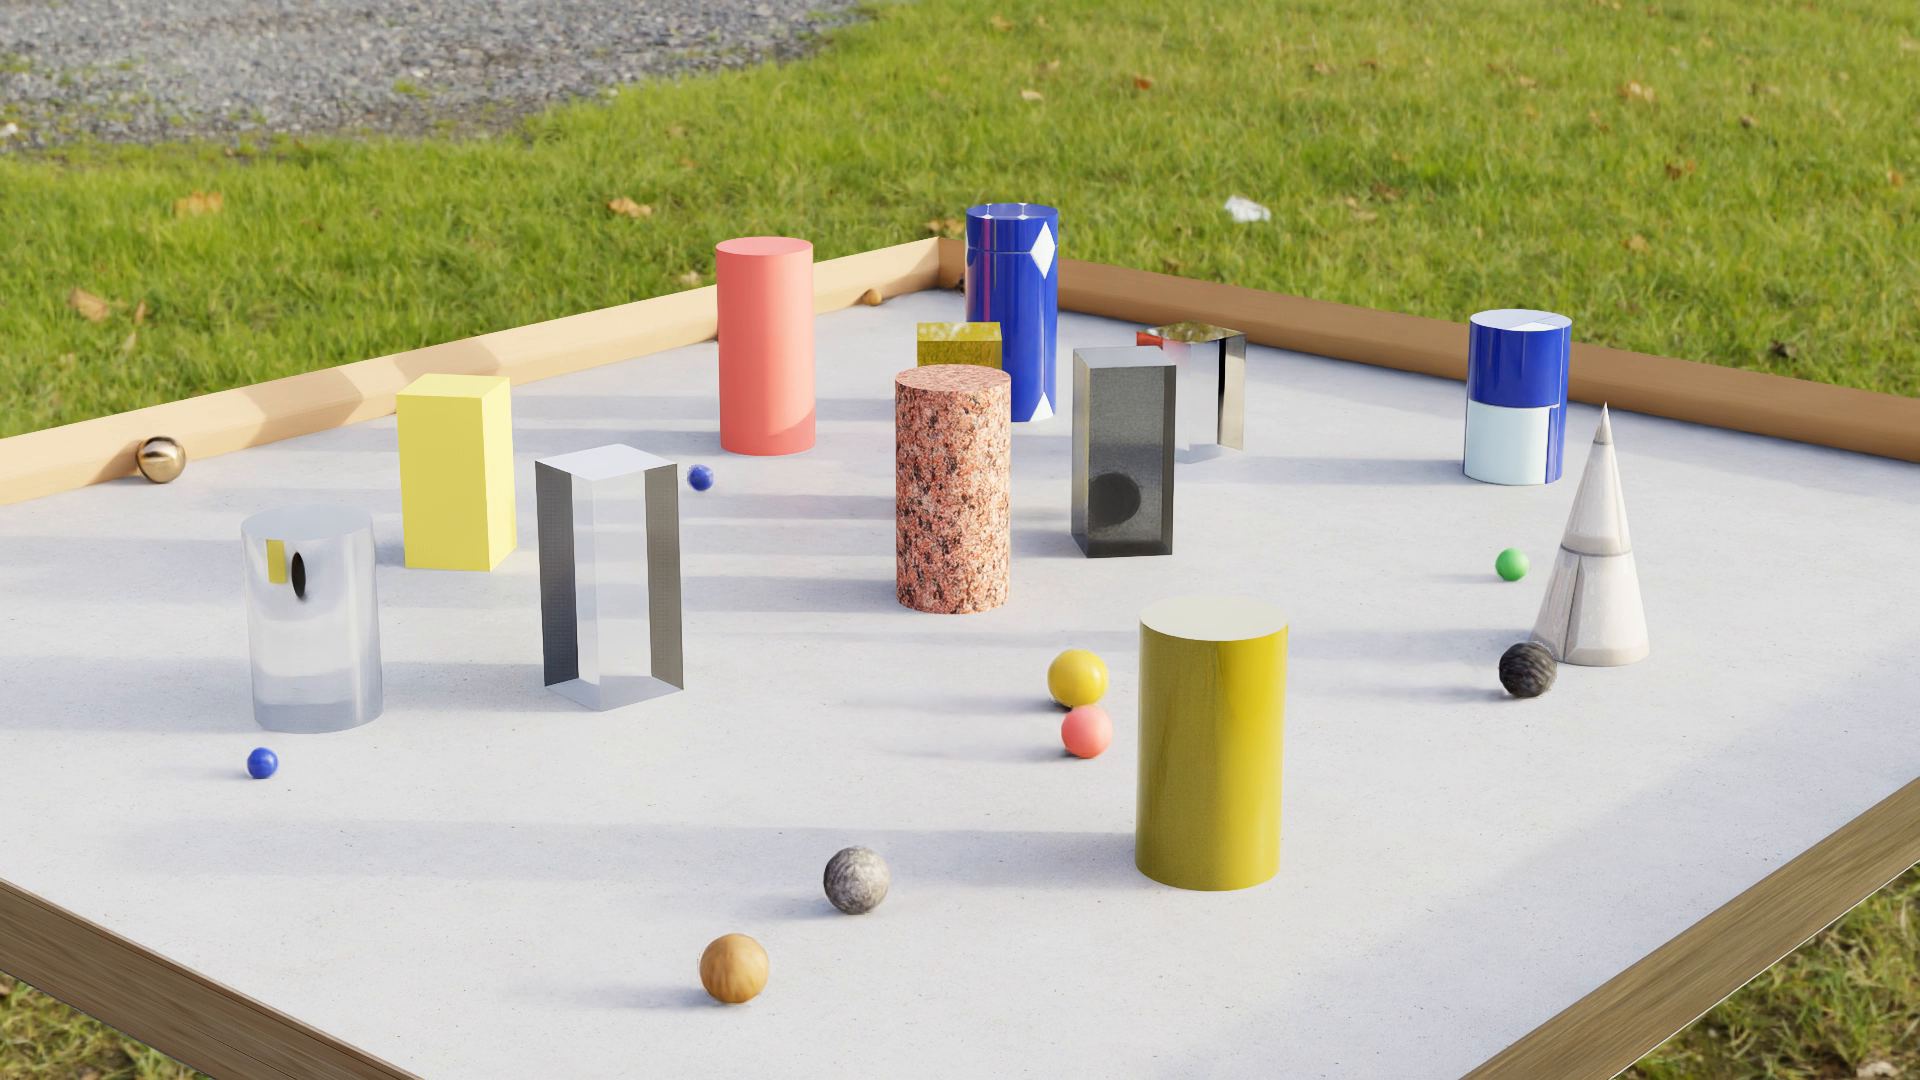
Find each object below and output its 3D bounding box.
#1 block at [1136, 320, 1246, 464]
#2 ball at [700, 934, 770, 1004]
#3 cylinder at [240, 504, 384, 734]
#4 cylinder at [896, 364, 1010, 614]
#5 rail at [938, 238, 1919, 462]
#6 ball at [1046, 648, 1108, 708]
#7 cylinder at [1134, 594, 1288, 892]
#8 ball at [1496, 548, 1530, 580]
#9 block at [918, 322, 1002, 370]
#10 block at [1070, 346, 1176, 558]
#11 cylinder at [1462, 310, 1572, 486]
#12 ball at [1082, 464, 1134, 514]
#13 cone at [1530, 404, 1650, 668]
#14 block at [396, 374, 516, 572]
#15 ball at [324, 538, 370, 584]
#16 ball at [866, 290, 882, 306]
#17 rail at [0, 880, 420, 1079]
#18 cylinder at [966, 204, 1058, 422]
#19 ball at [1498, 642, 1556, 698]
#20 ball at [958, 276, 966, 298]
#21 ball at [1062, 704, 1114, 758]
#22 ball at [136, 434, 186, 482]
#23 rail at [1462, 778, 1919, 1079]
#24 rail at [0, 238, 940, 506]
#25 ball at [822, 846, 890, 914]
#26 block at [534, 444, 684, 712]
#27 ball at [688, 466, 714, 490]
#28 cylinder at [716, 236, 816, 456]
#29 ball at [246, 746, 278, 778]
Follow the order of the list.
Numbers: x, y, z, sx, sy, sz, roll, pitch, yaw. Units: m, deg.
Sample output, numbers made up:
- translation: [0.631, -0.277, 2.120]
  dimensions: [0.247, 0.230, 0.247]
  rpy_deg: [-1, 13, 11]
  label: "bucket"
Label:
- translation: [0.473, -0.306, 6.035]
  dimensions: [0.159, 0.250, 0.159]
  rpy_deg: [-14, 22, -39]
  label: "block"
- translation: [-0.275, 0.522, 3.572]
  dimensions: [0.086, 0.086, 0.086]
  rpy_deg: [0, 17, 0]
  label: "ball"
- translation: [-0.997, 0.120, 4.521]
  dimensions: [0.198, 0.308, 0.198]
  rpy_deg: [0, 17, 0]
  label: "cylinder"
- translation: [-0.012, -0.089, 5.067]
  dimensions: [0.198, 0.394, 0.198]
  rpy_deg: [0, 17, 0]
  label: "cylinder"
- translation: [1.262, -0.387, 6.511]
  dimensions: [3.536, 0.129, 0.045]
  rpy_deg: [14, 22, 39]
  label: "rail"
- translation: [0.183, 0.216, 4.573]
  dimensions: [0.094, 0.094, 0.094]
  rpy_deg: [0, 17, 0]
  label: "ball"
- translation: [0.337, 0.271, 3.945]
  dimensions: [0.198, 0.352, 0.198]
  rpy_deg: [0, 17, 0]
  label: "cylinder"
- translation: [0.981, 0.043, 5.208]
  dimensions: [0.059, 0.059, 0.059]
  rpy_deg: [0, 17, 0]
  label: "ball"
- translation: [-0.002, -0.228, 5.606]
  dimensions: [0.159, 0.349, 0.159]
  rpy_deg: [0, 17, -1]
  label: "block"
- translation: [0.298, -0.162, 5.374]
  dimensions: [0.159, 0.356, 0.159]
  rpy_deg: [-3, 17, -8]
  label: "block"
- translation: [1.112, -0.286, 5.857]
  dimensions: [0.198, 0.315, 0.198]
  rpy_deg: [0, 17, 0]
  label: "cylinder"
- translation: [0.284, -0.097, 5.607]
  dimensions: [0.098, 0.098, 0.098]
  rpy_deg: [0, 17, 0]
  label: "ball"
- translation: [1.044, -0.023, 4.801]
  dimensions: [0.198, 0.421, 0.198]
  rpy_deg: [0, 17, 0]
  label: "cone"
- translation: [-0.909, -0.123, 5.306]
  dimensions: [0.159, 0.321, 0.159]
  rpy_deg: [3, 17, 9]
  label: "block"
- translation: [-1.083, 0.038, 5.188]
  dimensions: [0.080, 0.080, 0.080]
  rpy_deg: [0, 17, 0]
  label: "ball"
- translation: [-0.217, -0.611, 7.407]
  dimensions: [0.043, 0.043, 0.043]
  rpy_deg: [0, 17, 0]
  label: "ball"
- translation: [-1.262, 0.451, 3.728]
  dimensions: [3.536, 0.129, 0.045]
  rpy_deg: [14, 22, 39]
  label: "rail"
- translation: [0.111, -0.491, 6.320]
  dimensions: [0.198, 0.440, 0.198]
  rpy_deg: [0, 17, 0]
  label: "cylinder"
- translation: [0.893, 0.205, 4.620]
  dimensions: [0.088, 0.088, 0.088]
  rpy_deg: [0, 17, 0]
  label: "ball"
- translation: [0.026, -0.649, 7.497]
  dimensions: [0.064, 0.064, 0.064]
  rpy_deg: [0, 17, 0]
  label: "ball"
- translation: [0.190, 0.285, 4.372]
  dimensions: [0.078, 0.078, 0.078]
  rpy_deg: [0, 17, 0]
  label: "ball"
- translation: [-1.586, -0.162, 5.824]
  dimensions: [0.096, 0.096, 0.096]
  rpy_deg: [0, 17, 0]
  label: "ball"
- translation: [1.317, 0.362, 4.025]
  dimensions: [0.045, 0.129, 3.897]
  rpy_deg: [14, 22, 39]
  label: "rail"
- translation: [-1.317, -0.298, 6.215]
  dimensions: [0.045, 0.129, 3.897]
  rpy_deg: [14, 22, 39]
  label: "rail"
- translation: [-0.135, 0.444, 3.830]
  dimensions: [0.087, 0.087, 0.087]
  rpy_deg: [0, 17, 0]
  label: "ball"
- translation: [-0.551, 0.057, 4.615]
  dimensions: [0.159, 0.374, 0.159]
  rpy_deg: [-14, 22, -39]
  label: "block"
- translation: [-0.509, -0.122, 5.771]
  dimensions: [0.050, 0.050, 0.050]
  rpy_deg: [0, 17, 0]
  label: "ball"
- translation: [-0.401, -0.402, 6.061]
  dimensions: [0.198, 0.419, 0.198]
  rpy_deg: [0, 17, 0]
  label: "cylinder"
- translation: [-1.021, 0.326, 4.292]
  dimensions: [0.047, 0.047, 0.047]
  rpy_deg: [0, 17, 0]
  label: "ball"
